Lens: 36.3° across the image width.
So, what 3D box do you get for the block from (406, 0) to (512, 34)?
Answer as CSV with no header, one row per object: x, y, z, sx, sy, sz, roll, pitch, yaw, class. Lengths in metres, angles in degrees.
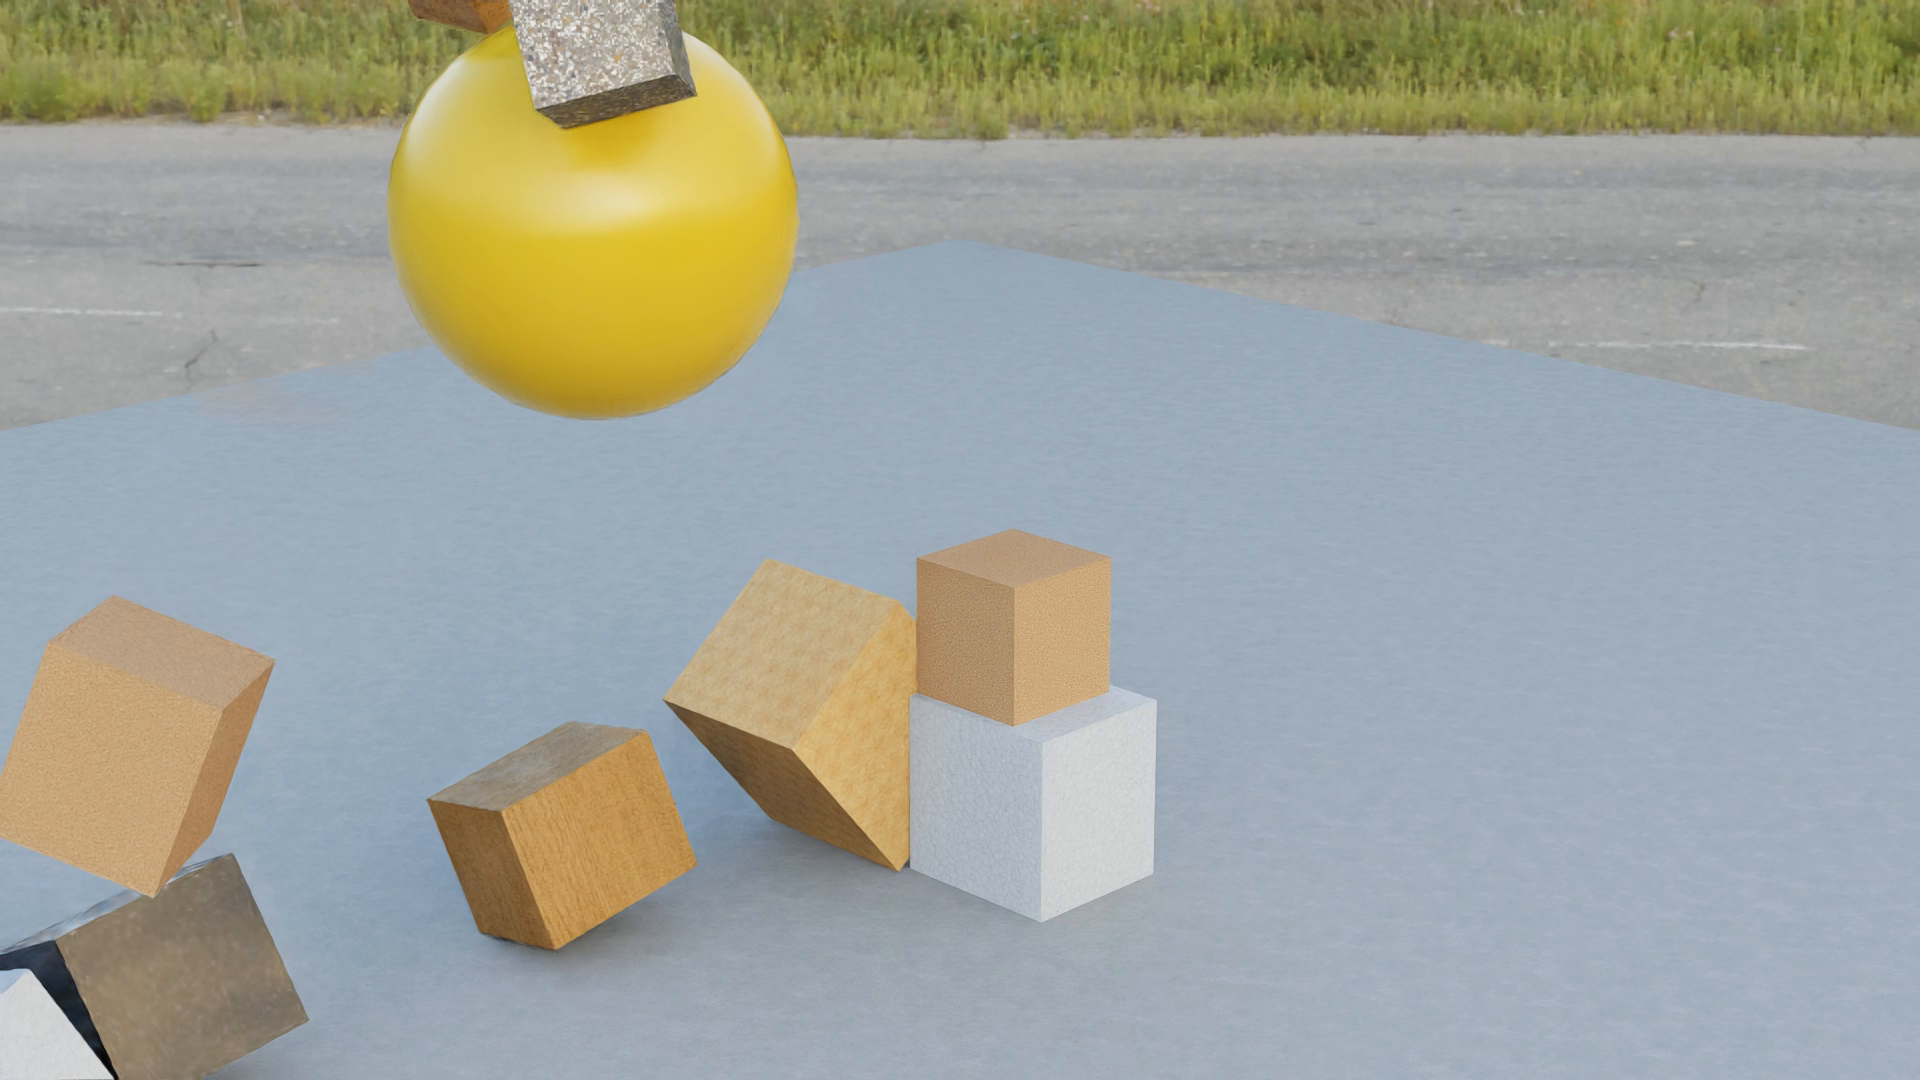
-1.935,-2.338,11.477,0.492,0.476,0.450,20,57,41,block

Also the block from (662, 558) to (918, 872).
-0.593,0.804,13.596,0.890,1.010,0.841,17,63,42,block

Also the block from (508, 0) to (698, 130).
-1.271,-1.805,10.359,0.497,0.533,0.614,-14,1,2,block

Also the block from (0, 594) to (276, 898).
-2.895,0.708,10.262,0.624,0.713,0.721,22,11,-3,block

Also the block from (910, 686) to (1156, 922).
0.328,1.118,13.370,0.747,0.849,0.833,-17,24,-42,block

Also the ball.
-1.428,-1.264,11.448,1.600,1.600,1.600,0,17,0,ball

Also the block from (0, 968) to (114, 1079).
-3.473,1.983,10.396,0.593,0.667,0.588,-11,28,39,block

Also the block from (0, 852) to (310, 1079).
-3.100,1.714,11.152,0.770,0.706,0.726,-27,5,-41,block

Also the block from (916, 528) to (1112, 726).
0.241,0.384,13.216,0.623,0.643,0.610,-17,24,-42,block

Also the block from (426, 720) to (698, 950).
-1.727,1.268,12.739,0.774,0.654,0.663,-29,18,-34,block
